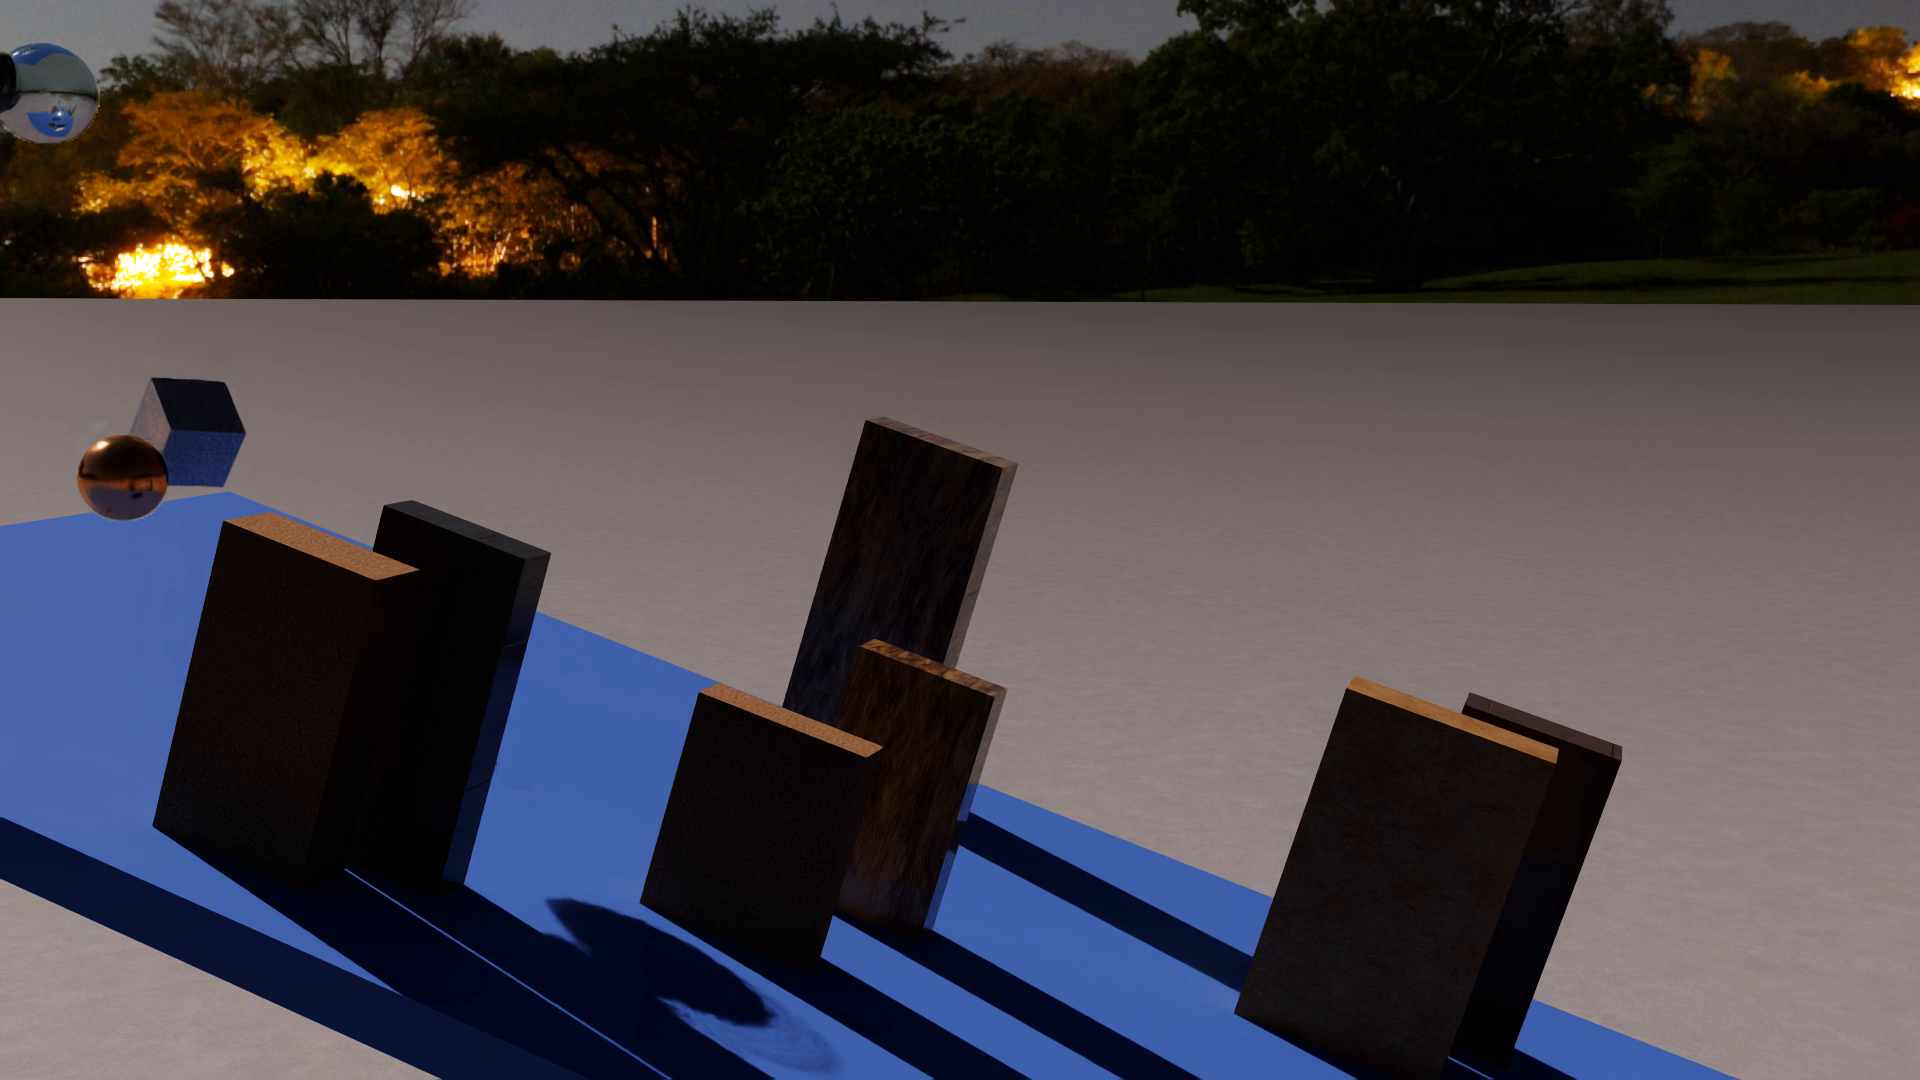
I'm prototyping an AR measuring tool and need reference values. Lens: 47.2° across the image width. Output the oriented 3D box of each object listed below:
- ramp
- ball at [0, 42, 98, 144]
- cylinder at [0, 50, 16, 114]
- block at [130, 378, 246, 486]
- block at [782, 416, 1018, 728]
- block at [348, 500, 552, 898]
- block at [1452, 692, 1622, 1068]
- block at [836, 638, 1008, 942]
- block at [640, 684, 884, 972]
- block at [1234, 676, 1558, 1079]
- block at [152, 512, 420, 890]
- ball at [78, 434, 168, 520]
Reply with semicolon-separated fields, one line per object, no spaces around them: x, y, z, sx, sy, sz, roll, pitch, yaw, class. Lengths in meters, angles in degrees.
-0.363;0.694;4.230;4.000;0.100;2.000;20;12;14;ramp
-1.899;-0.927;4.563;0.206;0.206;0.206;0;7;0;ball
-1.996;-0.931;4.426;0.130;0.130;0.130;5;3;35;cylinder
-1.662;-0.231;4.731;0.162;0.162;0.162;1;46;-41;block
-0.149;0.148;4.902;0.327;0.775;0.124;20;12;14;block
-0.901;0.266;3.701;0.271;0.607;0.090;20;12;14;block
1.058;0.679;4.407;0.313;0.666;0.136;20;12;14;block
-0.119;0.470;4.133;0.274;0.498;0.087;20;12;14;block
-0.352;0.503;3.874;0.324;0.407;0.089;20;12;14;block
0.825;0.651;4.178;0.400;0.678;0.134;20;12;14;block
-1.107;0.261;3.608;0.289;0.538;0.132;20;12;14;block
-1.733;-0.129;4.554;0.177;0.177;0.177;0;7;0;ball
